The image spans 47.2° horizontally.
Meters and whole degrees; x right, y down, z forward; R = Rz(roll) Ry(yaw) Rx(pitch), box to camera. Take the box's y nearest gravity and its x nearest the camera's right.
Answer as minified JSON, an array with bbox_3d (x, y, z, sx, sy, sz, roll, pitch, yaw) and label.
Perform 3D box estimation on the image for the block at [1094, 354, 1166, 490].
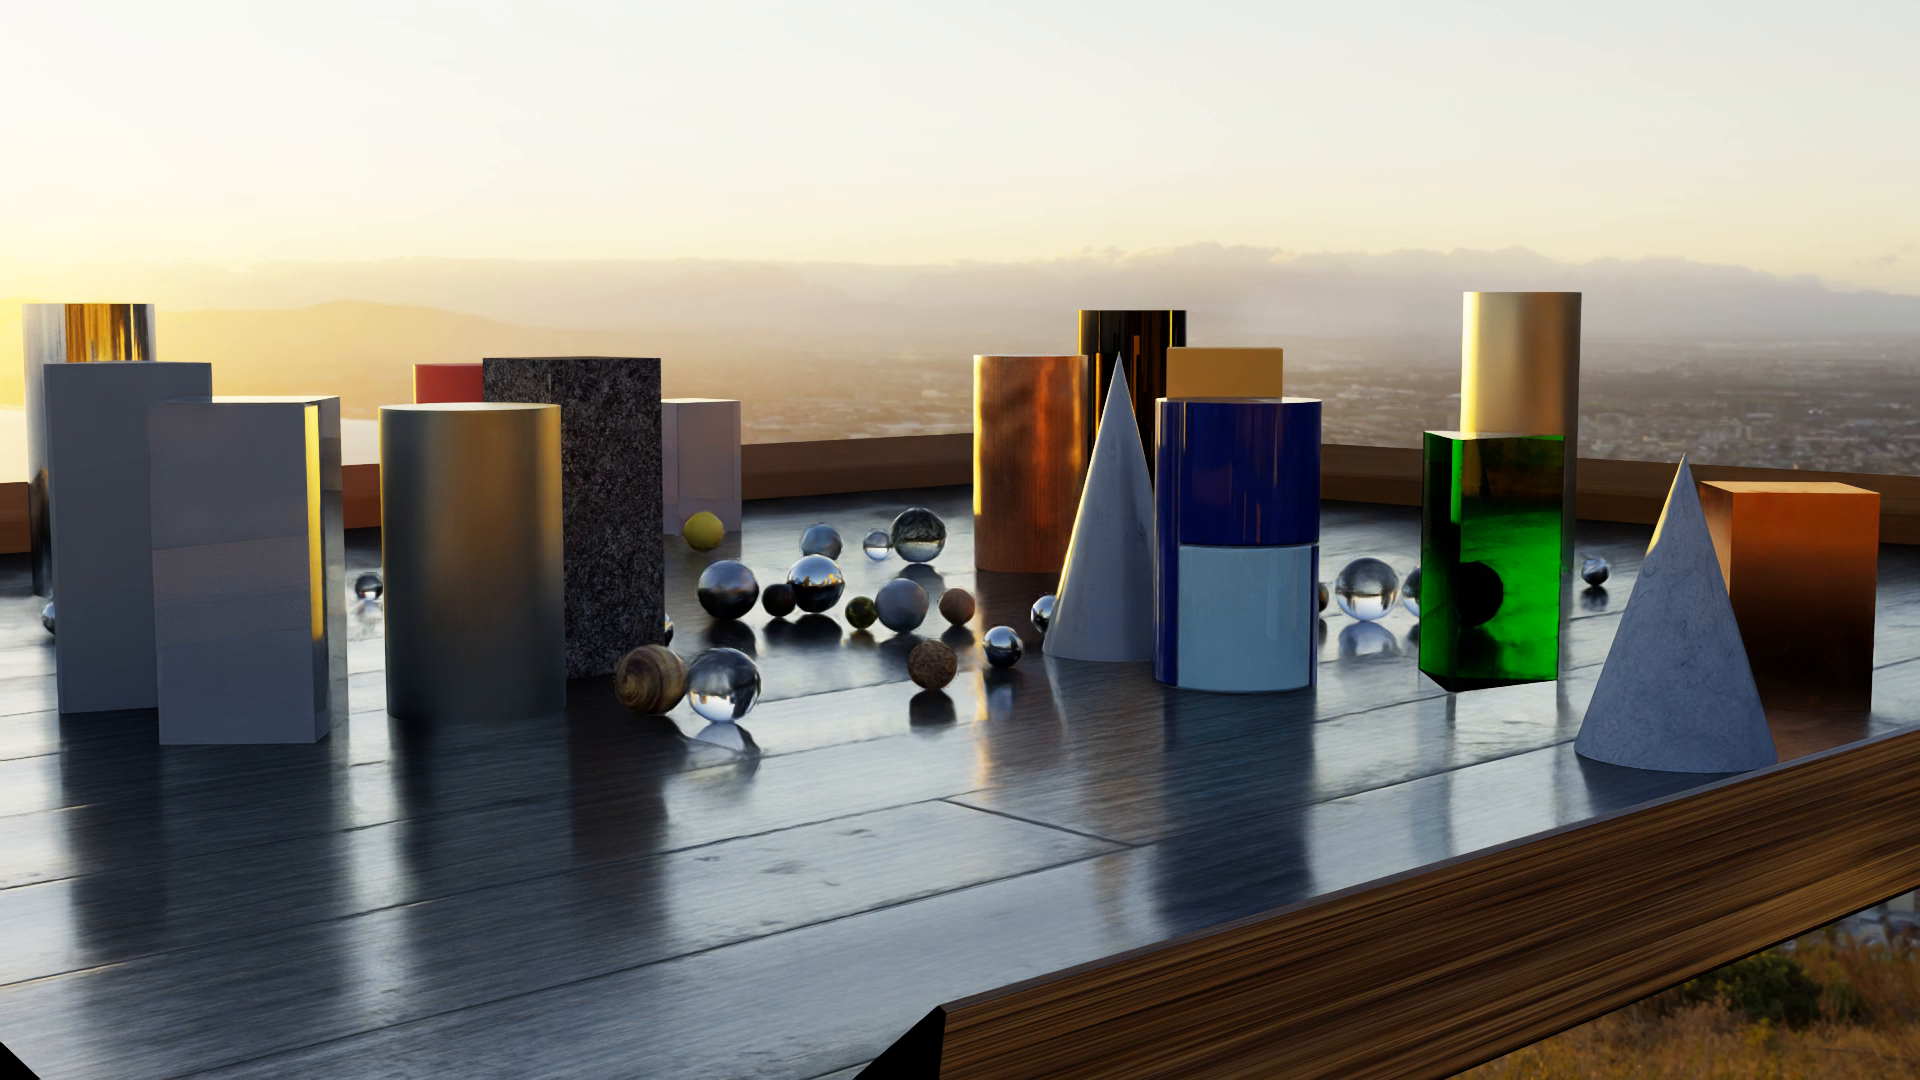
[{"bbox_3d":[0.367,-0.181,4.280,0.158,0.359,0.158,-3,7,-26],"label":"block"}]

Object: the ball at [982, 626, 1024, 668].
[{"bbox_3d":[0.053,0.134,2.748,0.052,0.052,0.052,0,6,0],"label":"ball"}]

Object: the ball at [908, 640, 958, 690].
[{"bbox_3d":[-0.032,0.147,2.585,0.059,0.059,0.059,0,6,0],"label":"ball"}]

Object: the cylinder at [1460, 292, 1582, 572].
[{"bbox_3d":[0.970,-0.191,3.816,0.197,0.475,0.197,0,6,0],"label":"cylinder"}]

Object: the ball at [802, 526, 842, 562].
[{"bbox_3d":[-0.242,0.009,3.846,0.071,0.071,0.071,0,6,0],"label":"ball"}]

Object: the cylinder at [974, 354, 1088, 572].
[{"bbox_3d":[0.123,-0.137,3.824,0.197,0.367,0.197,0,6,0],"label":"cylinder"}]

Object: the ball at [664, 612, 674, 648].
[{"bbox_3d":[-0.403,0.117,2.844,0.065,0.065,0.065,0,6,0],"label":"ball"}]

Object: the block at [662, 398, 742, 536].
[{"bbox_3d":[-0.555,-0.151,4.460,0.158,0.263,0.158,-6,8,-43],"label":"block"}]

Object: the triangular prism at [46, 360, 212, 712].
[{"bbox_3d":[-0.948,-0.011,2.521,0.171,0.386,0.148,-3,6,-23],"label":"triangular prism"}]

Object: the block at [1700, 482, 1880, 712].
[{"bbox_3d":[0.945,0.061,2.525,0.158,0.243,0.158,1,6,6],"label":"block"}]

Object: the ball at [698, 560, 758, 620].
[{"bbox_3d":[-0.334,0.072,3.166,0.088,0.088,0.088,0,6,0],"label":"ball"}]

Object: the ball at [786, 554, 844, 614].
[{"bbox_3d":[-0.213,0.065,3.241,0.086,0.086,0.086,0,6,0],"label":"ball"}]

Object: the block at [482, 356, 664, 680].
[{"bbox_3d":[-0.482,-0.034,2.746,0.158,0.386,0.158,-5,8,-42],"label":"block"}]

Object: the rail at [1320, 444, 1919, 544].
[{"bbox_3d":[1.395,-0.100,4.612,0.045,0.128,3.428,-5,8,-42],"label":"rail"}]

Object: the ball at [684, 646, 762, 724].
[{"bbox_3d":[-0.257,0.157,2.380,0.082,0.082,0.082,0,6,0],"label":"ball"}]

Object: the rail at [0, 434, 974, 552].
[{"bbox_3d":[-1.146,-0.096,4.568,3.843,0.128,0.045,-5,8,-42],"label":"rail"}]

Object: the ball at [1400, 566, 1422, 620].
[{"bbox_3d":[0.676,0.076,3.168,0.080,0.080,0.080,0,6,0],"label":"ball"}]

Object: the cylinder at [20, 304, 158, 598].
[{"bbox_3d":[-1.370,-0.146,3.479,0.197,0.455,0.197,0,6,0],"label":"cylinder"}]

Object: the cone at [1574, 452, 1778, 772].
[{"bbox_3d":[0.722,0.063,2.208,0.197,0.304,0.197,0,6,0],"label":"cone"}]

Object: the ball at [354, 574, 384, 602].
[{"bbox_3d":[-0.905,0.074,3.365,0.043,0.043,0.043,0,6,0],"label":"ball"}]

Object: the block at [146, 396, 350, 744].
[{"bbox_3d":[-0.749,0.027,2.327,0.158,0.352,0.158,0,6,-3],"label":"block"}]

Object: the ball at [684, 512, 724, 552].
[{"bbox_3d":[-0.473,-0.015,4.063,0.074,0.074,0.074,0,6,0],"label":"ball"}]

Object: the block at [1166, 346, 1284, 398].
[{"bbox_3d":[0.370,-0.074,3.101,0.158,0.392,0.158,1,6,6],"label":"block"}]

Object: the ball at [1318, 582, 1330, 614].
[{"bbox_3d":[0.516,0.084,3.228,0.052,0.052,0.052,0,6,0],"label":"ball"}]

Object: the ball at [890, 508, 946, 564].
[{"bbox_3d":[-0.073,-0.008,3.878,0.099,0.099,0.099,0,6,0],"label":"ball"}]

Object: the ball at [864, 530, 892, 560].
[{"bbox_3d":[-0.146,0.010,3.927,0.054,0.054,0.054,0,6,0],"label":"ball"}]

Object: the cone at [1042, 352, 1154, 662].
[{"bbox_3d":[0.206,-0.050,2.873,0.197,0.391,0.197,0,6,0],"label":"cone"}]

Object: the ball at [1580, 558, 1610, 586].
[{"bbox_3d":[1.030,0.051,3.566,0.046,0.046,0.046,0,6,0],"label":"ball"}]

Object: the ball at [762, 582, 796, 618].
[{"bbox_3d":[-0.263,0.087,3.196,0.051,0.051,0.051,0,6,0],"label":"ball"}]

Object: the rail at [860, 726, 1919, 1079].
[{"bbox_3d":[1.146,0.162,2.096,3.843,0.128,0.045,-5,8,-42],"label":"rail"}]

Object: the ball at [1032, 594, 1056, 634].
[{"bbox_3d":[0.126,0.103,3.026,0.055,0.055,0.055,0,6,0],"label":"ball"}]

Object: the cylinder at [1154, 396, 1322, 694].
[{"bbox_3d":[0.332,0.001,2.643,0.197,0.338,0.197,0,6,0],"label":"cylinder"}]

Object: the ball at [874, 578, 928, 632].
[{"bbox_3d":[-0.081,0.091,3.045,0.075,0.075,0.075,0,6,0],"label":"ball"}]

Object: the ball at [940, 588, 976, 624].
[{"bbox_3d":[-0.003,0.094,3.125,0.052,0.052,0.052,0,6,0],"label":"ball"}]

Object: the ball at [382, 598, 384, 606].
[{"bbox_3d":[-0.813,0.090,3.188,0.048,0.048,0.048,0,6,0],"label":"ball"}]

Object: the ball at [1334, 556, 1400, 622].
[{"bbox_3d":[0.585,0.070,3.158,0.093,0.093,0.093,0,6,0],"label":"ball"}]

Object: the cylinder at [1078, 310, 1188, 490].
[{"bbox_3d":[0.311,-0.194,3.992,0.197,0.445,0.197,0,6,0],"label":"cylinder"}]

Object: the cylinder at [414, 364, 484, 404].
[{"bbox_3d":[-0.877,-0.141,3.955,0.197,0.348,0.197,0,6,0],"label":"cylinder"}]

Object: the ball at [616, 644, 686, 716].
[{"bbox_3d":[-0.339,0.154,2.421,0.079,0.079,0.079,0,6,0],"label":"ball"}]

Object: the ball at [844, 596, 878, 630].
[{"bbox_3d":[-0.138,0.101,3.082,0.047,0.047,0.047,0,6,0],"label":"ball"}]

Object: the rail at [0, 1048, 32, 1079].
[{"bbox_3d":[-1.395,0.167,2.052,0.045,0.128,3.428,-5,8,-42],"label":"rail"}]

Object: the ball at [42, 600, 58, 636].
[{"bbox_3d":[-1.236,0.107,3.022,0.048,0.048,0.048,0,6,0],"label":"ball"}]

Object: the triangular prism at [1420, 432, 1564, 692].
[{"bbox_3d":[0.612,0.020,2.665,0.171,0.296,0.148,-3,7,-30],"label":"triangular prism"}]

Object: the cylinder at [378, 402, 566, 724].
[{"bbox_3d":[-0.542,0.020,2.452,0.197,0.339,0.197,0,6,0],"label":"cylinder"}]
